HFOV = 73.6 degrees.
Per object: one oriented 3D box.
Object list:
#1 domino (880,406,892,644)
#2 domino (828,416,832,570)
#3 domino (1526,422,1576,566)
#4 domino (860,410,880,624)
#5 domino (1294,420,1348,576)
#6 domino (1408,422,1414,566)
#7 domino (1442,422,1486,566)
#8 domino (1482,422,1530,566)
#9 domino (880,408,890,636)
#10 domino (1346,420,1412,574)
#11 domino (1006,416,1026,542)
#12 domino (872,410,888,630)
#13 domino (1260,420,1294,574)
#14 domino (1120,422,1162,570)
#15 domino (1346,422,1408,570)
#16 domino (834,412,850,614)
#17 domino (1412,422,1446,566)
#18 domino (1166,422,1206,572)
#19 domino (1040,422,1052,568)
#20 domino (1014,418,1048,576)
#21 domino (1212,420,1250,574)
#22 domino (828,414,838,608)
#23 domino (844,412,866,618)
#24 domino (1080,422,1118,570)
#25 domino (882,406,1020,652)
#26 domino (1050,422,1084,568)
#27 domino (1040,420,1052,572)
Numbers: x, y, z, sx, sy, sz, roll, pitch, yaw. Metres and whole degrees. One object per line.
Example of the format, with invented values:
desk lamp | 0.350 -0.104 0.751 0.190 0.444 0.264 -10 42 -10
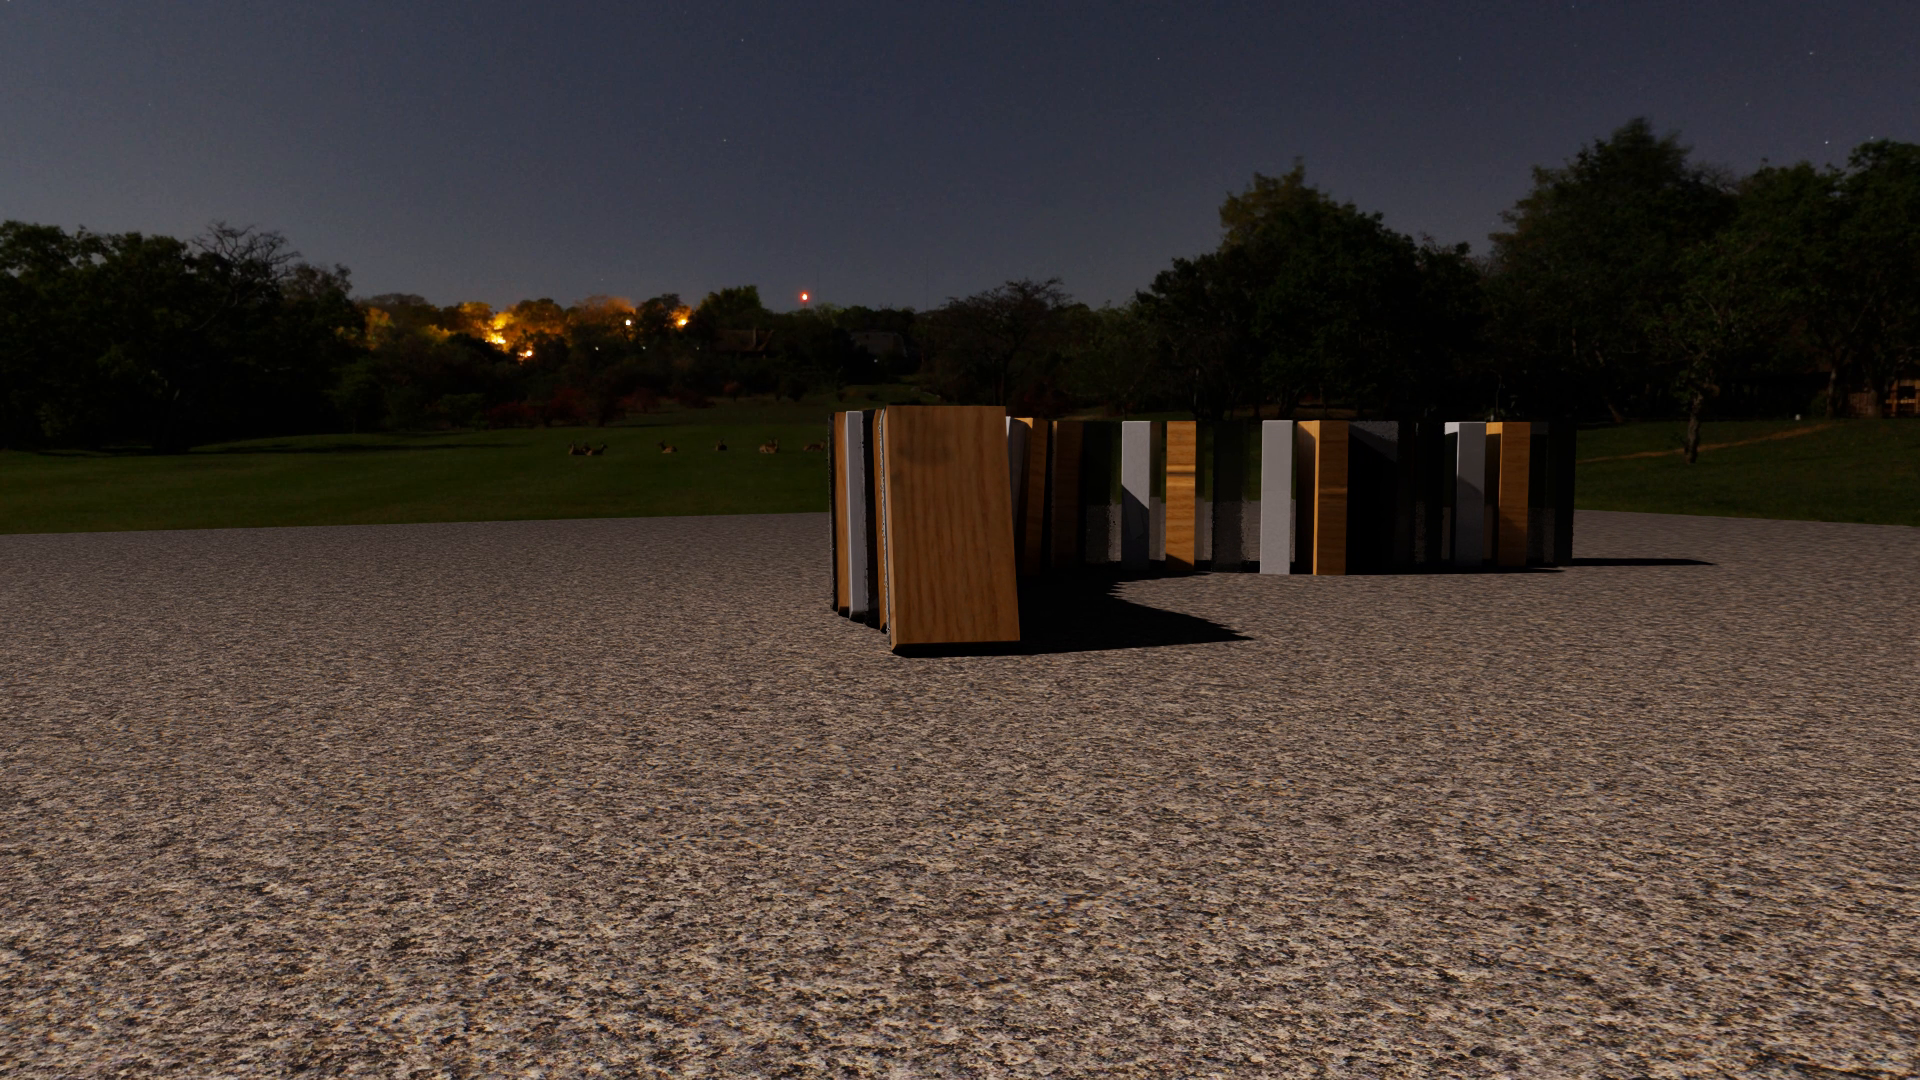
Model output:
domino | -0.003 -0.003 0.277 0.025 0.050 0.009 -1 -14 -9
domino | -0.022 -0.009 0.344 0.025 0.050 0.009 -1 -14 -8
domino | 0.208 -0.017 0.456 0.010 0.050 0.025 0 4 2
domino | -0.010 -0.006 0.306 0.025 0.050 0.009 -1 -14 -9
domino | 0.120 -0.014 0.426 0.010 0.050 0.025 0 4 -1
domino | 0.148 -0.017 0.457 0.009 0.050 0.025 -2 5 -29
domino | 0.178 -0.017 0.458 0.010 0.050 0.025 0 4 2
domino | 0.193 -0.017 0.457 0.009 0.050 0.025 0 4 4
domino | -0.004 -0.004 0.287 0.025 0.050 0.010 -1 -14 -9
domino | 0.137 -0.015 0.429 0.009 0.050 0.025 -4 6 -43
domino | 0.006 -0.014 0.409 0.025 0.050 0.010 3 -5 36
domino | -0.006 -0.005 0.296 0.025 0.050 0.009 -1 -14 -9
domino | 0.106 -0.015 0.430 0.010 0.050 0.025 1 4 15
domino | 0.063 -0.016 0.443 0.009 0.050 0.025 1 4 17
domino | 0.140 -0.016 0.443 0.025 0.050 0.010 2 5 23
domino | -0.019 -0.007 0.325 0.025 0.050 0.009 -1 -14 -8
domino | 0.163 -0.017 0.458 0.010 0.050 0.025 0 4 -3
domino | 0.077 -0.015 0.439 0.010 0.050 0.025 1 5 18
domino | 0.018 -0.016 0.445 0.025 0.050 0.009 2 3 29
domino | 0.014 -0.014 0.417 0.025 0.050 0.009 3 0 36
domino | 0.092 -0.015 0.434 0.009 0.050 0.025 1 5 18
domino | -0.021 -0.008 0.335 0.025 0.050 0.009 -1 -14 -8
domino | -0.015 -0.006 0.315 0.025 0.050 0.009 -1 -14 -8
domino | 0.049 -0.016 0.448 0.010 0.050 0.025 2 5 12
domino | -0.002 -0.003 0.267 0.025 0.050 0.010 -1 -14 -9
domino | 0.035 -0.016 0.450 0.009 0.050 0.025 0 4 -10
domino | 0.018 -0.015 0.431 0.025 0.050 0.009 1 2 14
